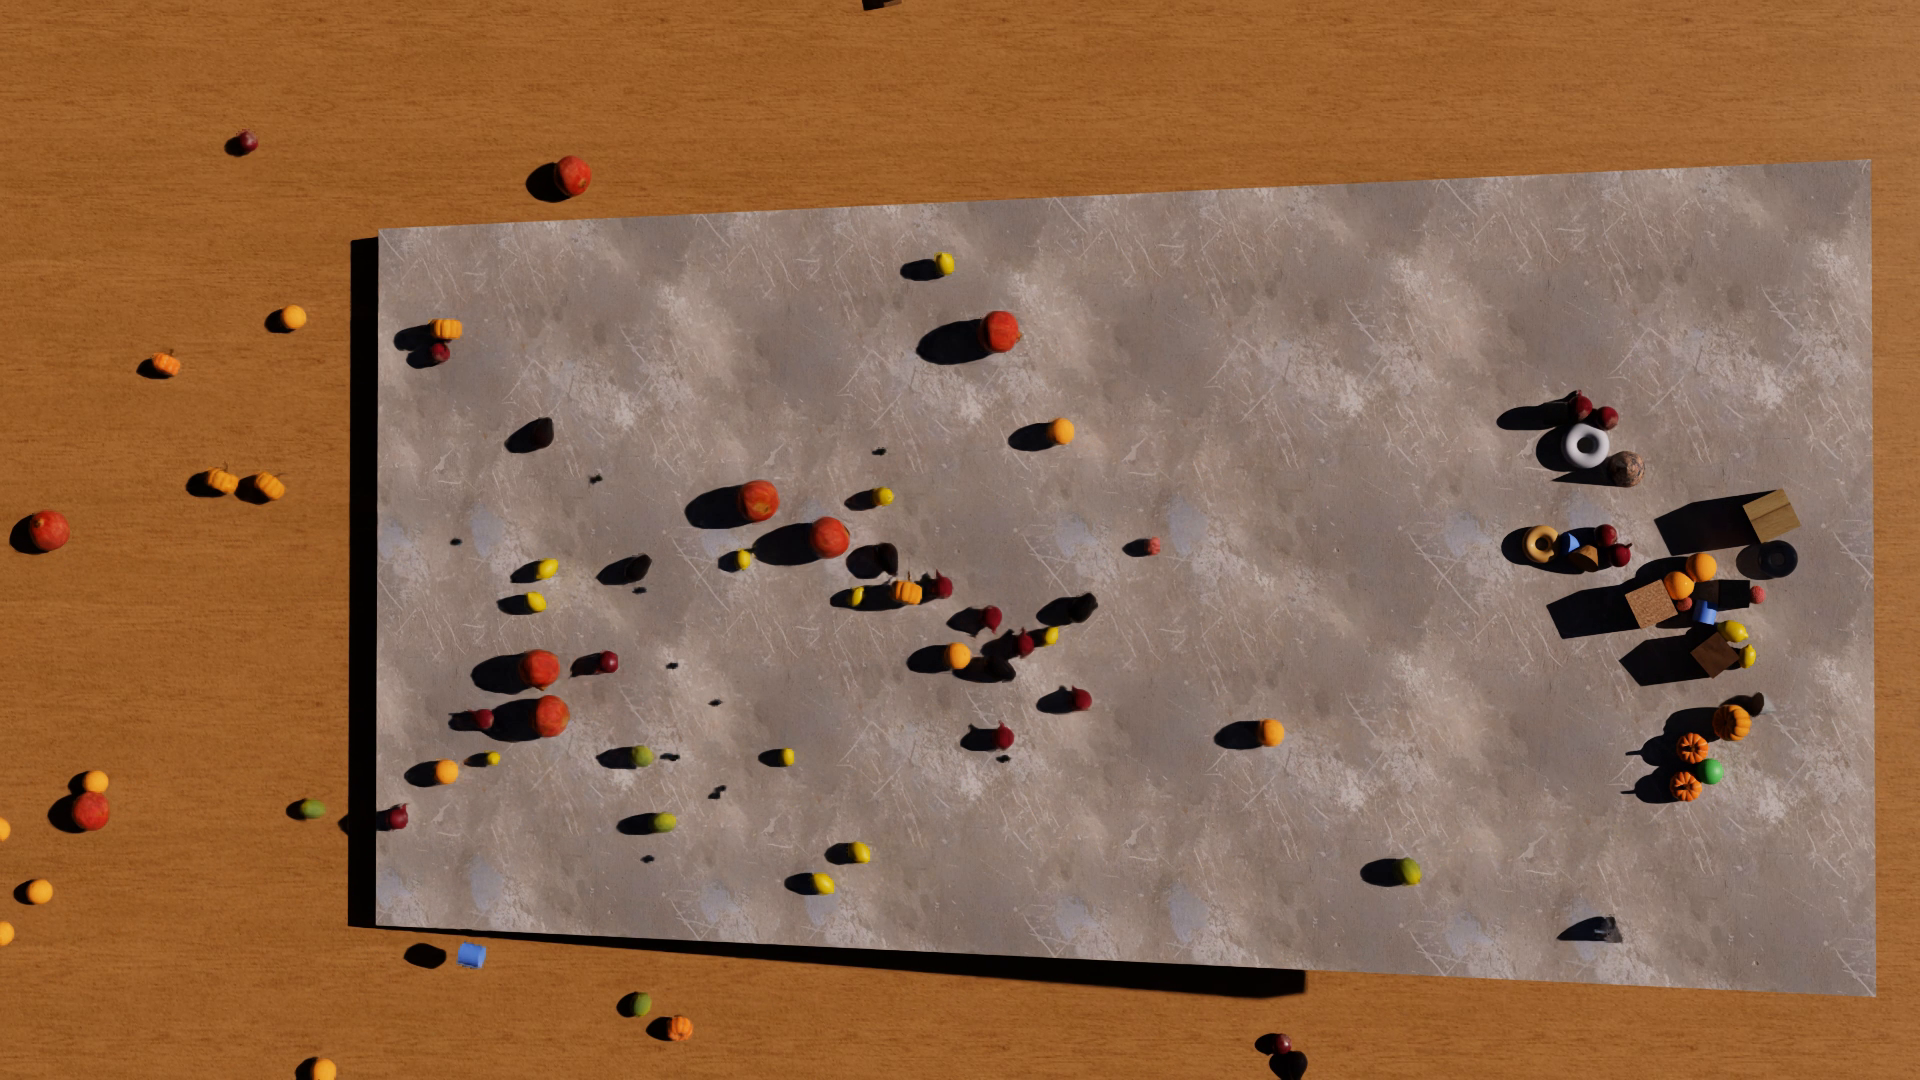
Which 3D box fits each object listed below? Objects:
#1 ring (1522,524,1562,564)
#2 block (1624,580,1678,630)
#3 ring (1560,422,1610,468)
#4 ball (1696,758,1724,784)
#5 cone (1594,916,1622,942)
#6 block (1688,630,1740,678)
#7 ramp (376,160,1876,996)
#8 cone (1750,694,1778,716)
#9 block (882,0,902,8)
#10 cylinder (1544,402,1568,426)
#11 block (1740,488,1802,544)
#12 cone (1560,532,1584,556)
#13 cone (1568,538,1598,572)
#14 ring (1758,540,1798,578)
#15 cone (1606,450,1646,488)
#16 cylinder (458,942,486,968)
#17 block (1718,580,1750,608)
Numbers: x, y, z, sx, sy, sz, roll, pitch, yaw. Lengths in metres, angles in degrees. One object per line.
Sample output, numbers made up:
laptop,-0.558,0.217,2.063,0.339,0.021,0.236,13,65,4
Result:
ring,1.439,0.010,5.440,0.095,0.032,0.095,0,90,14
block,1.677,0.156,5.341,0.092,0.092,0.092,-25,83,14
ring,1.539,-0.233,5.413,0.116,0.039,0.116,-1,88,16
ball,1.811,0.559,5.312,0.063,0.063,0.063,0,89,0
cone,1.602,0.967,5.382,0.067,0.067,0.067,40,89,-18
block,1.819,0.277,5.305,0.081,0.081,0.081,-40,79,11
ramp,0.267,0.097,5.831,4.000,0.100,2.000,0,89,15
cone,1.945,0.405,5.297,0.059,0.059,0.059,16,89,-12
block,-0.202,-1.591,6.411,0.053,0.053,0.053,-13,89,0
cylinder,1.469,-0.312,5.423,0.057,0.057,0.057,1,89,15
block,1.941,-0.057,5.267,0.099,0.099,0.099,-26,83,14
cone,1.518,0.012,5.421,0.060,0.060,0.060,6,89,-11
cone,1.550,0.024,5.407,0.079,0.079,0.079,35,71,0
ring,1.969,0.046,5.294,0.092,0.031,0.092,0,90,15
cone,1.625,-0.174,5.361,0.091,0.091,0.091,0,89,15
cylinder,-1.386,1.178,6.246,0.060,0.060,0.060,13,89,9
block,1.866,0.129,5.302,0.067,0.067,0.067,2,90,15
